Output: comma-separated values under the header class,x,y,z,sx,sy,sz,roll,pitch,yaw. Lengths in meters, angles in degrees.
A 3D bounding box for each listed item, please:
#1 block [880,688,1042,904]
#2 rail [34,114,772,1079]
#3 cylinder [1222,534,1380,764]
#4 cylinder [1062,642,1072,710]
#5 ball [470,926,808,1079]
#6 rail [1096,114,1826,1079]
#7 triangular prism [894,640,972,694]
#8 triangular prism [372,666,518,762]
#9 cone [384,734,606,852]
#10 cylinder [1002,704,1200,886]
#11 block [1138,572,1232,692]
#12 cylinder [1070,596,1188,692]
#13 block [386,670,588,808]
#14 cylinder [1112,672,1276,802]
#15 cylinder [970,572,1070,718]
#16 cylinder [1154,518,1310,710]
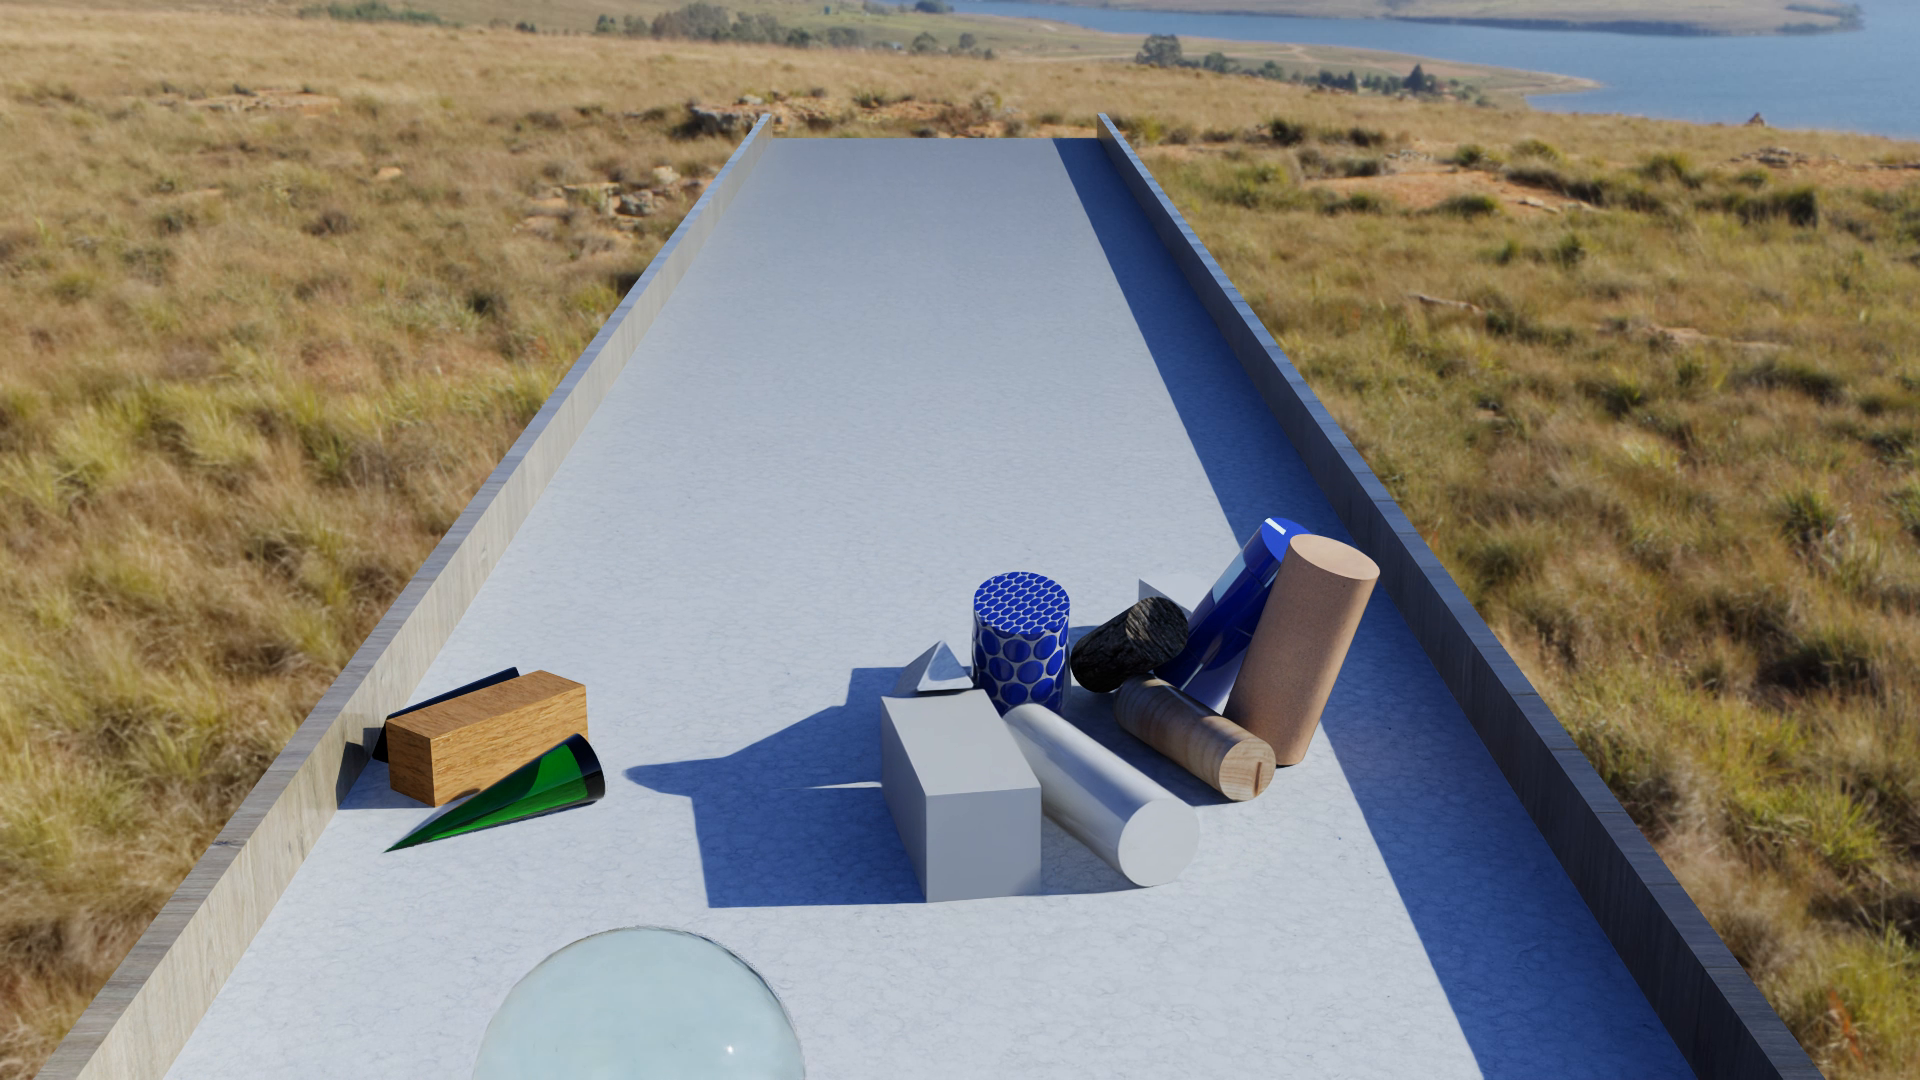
class,x,y,z,sx,sy,sz,roll,pitch,yaw
block,-0.005,0.404,3.555,0.178,0.178,0.437,-3,17,-11
rail,-1.118,-0.838,7.780,0.050,0.150,12.000,0,17,-1
cylinder,0.593,0.193,3.864,0.163,0.375,0.163,15,22,-7
cylinder,0.122,0.218,4.194,0.172,0.172,0.345,0,17,1
ball,-0.359,0.624,2.470,0.375,0.375,0.375,0,17,0
rail,0.932,-0.844,7.801,0.050,0.150,12.000,0,17,-1
triangular prism,-0.062,0.244,3.934,0.095,0.082,0.444,-3,-9,-10
triangular prism,-0.917,0.316,3.996,0.105,0.091,0.305,11,20,33
cone,-0.781,0.444,3.630,0.376,0.121,0.121,-22,26,-31
cylinder,0.210,0.409,3.592,0.147,0.147,0.450,-8,18,-25
block,0.500,0.183,4.411,0.114,0.114,0.415,-6,18,-21
cylinder,0.311,0.198,4.084,0.118,0.118,0.347,-5,-12,-15
block,-0.823,0.343,3.851,0.126,0.126,0.336,14,21,38
cylinder,0.408,0.343,3.875,0.114,0.114,0.360,-8,18,-25
cylinder,0.101,0.227,3.854,0.165,0.308,0.165,1,38,-1
cylinder,0.517,0.142,4.059,0.149,0.379,0.149,21,37,-17
